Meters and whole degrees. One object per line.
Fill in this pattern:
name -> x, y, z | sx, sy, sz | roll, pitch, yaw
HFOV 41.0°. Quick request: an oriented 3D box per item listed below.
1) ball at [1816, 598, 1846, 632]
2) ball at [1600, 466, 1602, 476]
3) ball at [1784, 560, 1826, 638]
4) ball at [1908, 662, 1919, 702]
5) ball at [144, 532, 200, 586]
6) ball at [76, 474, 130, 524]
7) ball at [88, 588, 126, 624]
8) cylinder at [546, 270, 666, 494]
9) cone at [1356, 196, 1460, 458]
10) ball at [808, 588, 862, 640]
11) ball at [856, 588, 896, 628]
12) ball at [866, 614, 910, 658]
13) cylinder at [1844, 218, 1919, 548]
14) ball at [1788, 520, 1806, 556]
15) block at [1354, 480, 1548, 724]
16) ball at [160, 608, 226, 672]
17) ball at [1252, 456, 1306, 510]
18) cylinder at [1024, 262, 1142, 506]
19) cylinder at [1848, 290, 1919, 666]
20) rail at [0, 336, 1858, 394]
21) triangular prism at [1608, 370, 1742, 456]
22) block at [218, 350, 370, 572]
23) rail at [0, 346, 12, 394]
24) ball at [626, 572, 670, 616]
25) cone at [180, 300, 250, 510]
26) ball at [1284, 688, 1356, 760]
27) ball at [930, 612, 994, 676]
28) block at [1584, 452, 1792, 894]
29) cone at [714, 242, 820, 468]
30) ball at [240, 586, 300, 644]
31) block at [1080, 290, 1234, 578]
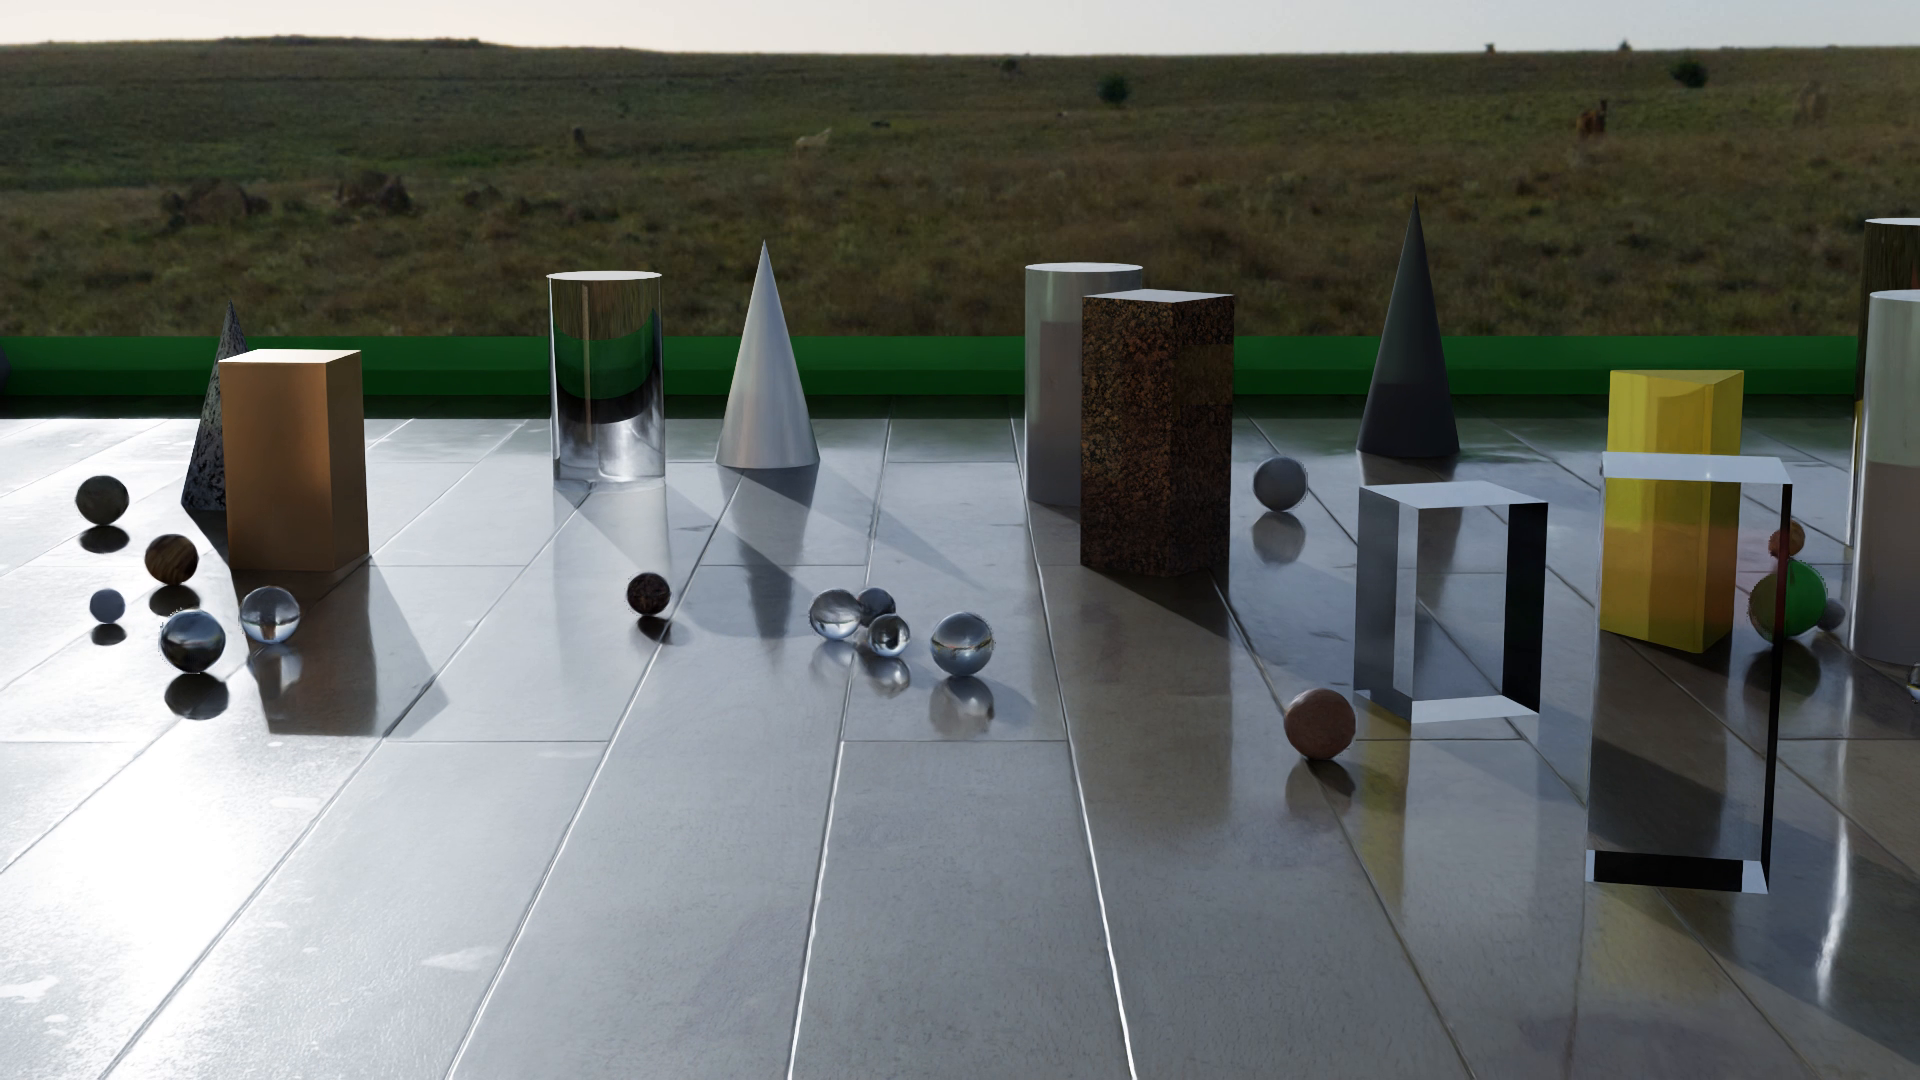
ball -> 1.132, 0.098, 3.342 | 0.042, 0.042, 0.042 | 0, 10, 0
ball -> 1.151, -0.122, 4.527 | 0.042, 0.042, 0.042 | 0, 10, 0
ball -> 1.064, 0.076, 3.306 | 0.099, 0.099, 0.099 | 0, 10, 0
ball -> 1.118, 0.165, 2.951 | 0.053, 0.053, 0.053 | 0, 10, 0
ball -> -1.118, 0.027, 3.639 | 0.075, 0.075, 0.075 | 0, 10, 0
ball -> -1.375, -0.065, 4.114 | 0.082, 0.082, 0.082 | 0, 10, 0
ball -> -1.127, 0.086, 3.392 | 0.047, 0.047, 0.047 | 0, 10, 0
cylinder -> -0.617, -0.278, 4.483 | 0.198, 0.367, 0.198 | 0, 10, 0
cone -> 0.860, -0.415, 4.883 | 0.198, 0.489, 0.198 | 0, 10, 0
ball -> -0.160, 0.095, 3.288 | 0.067, 0.067, 0.067 | 0, 10, 0
ball -> -0.112, 0.090, 3.349 | 0.056, 0.056, 0.056 | 0, 10, 0
ball -> -0.089, 0.119, 3.194 | 0.054, 0.054, 0.054 | 0, 10, 0
cylinder -> 1.464, -0.235, 3.897 | 0.198, 0.494, 0.198 | 0, 10, 0
ball -> 1.240, -0.003, 3.853 | 0.055, 0.055, 0.055 | 0, 10, 0
block -> 0.561, 0.068, 2.949 | 0.158, 0.244, 0.158 | -3, 11, -15
ball -> -0.931, 0.122, 3.114 | 0.077, 0.077, 0.077 | 0, 10, 0
ball -> 0.528, -0.094, 4.245 | 0.090, 0.090, 0.090 | 0, 10, 0
cylinder -> 0.209, -0.267, 4.356 | 0.198, 0.391, 0.198 | 0, 10, 0
cylinder -> 1.222, -0.080, 3.192 | 0.198, 0.446, 0.198 | 0, 10, 0
rail -> -0.013, -0.387, 5.716 | 4.268, 0.129, 0.045 | 0, 10, 0
triangular prism -> 0.960, -0.052, 3.355 | 0.149, 0.332, 0.171 | -6, 12, -30
block -> -0.983, -0.120, 3.798 | 0.158, 0.306, 0.158 | 1, 11, 5
rail -> -2.110, 0.035, 3.437 | 0.045, 0.129, 4.660 | 0, 10, 0
ball -> -0.417, 0.072, 3.434 | 0.059, 0.059, 0.059 | 0, 10, 0
cone -> -1.219, -0.236, 4.317 | 0.198, 0.345, 0.198 | 0, 10, 0
ball -> 0.382, 0.195, 2.725 | 0.076, 0.076, 0.076 | 0, 10, 0
ball -> 0.002, 0.126, 3.096 | 0.077, 0.077, 0.077 | 0, 10, 0
block -> 0.661, 0.116, 2.344 | 0.158, 0.370, 0.158 | 2, 11, 13
cone -> -0.360, -0.351, 4.755 | 0.198, 0.412, 0.198 | 0, 10, 0
ball -> -0.877, 0.096, 3.263 | 0.075, 0.075, 0.075 | 0, 10, 0
block -> 0.289, -0.161, 3.768 | 0.158, 0.396, 0.158 | 8, 13, 38
